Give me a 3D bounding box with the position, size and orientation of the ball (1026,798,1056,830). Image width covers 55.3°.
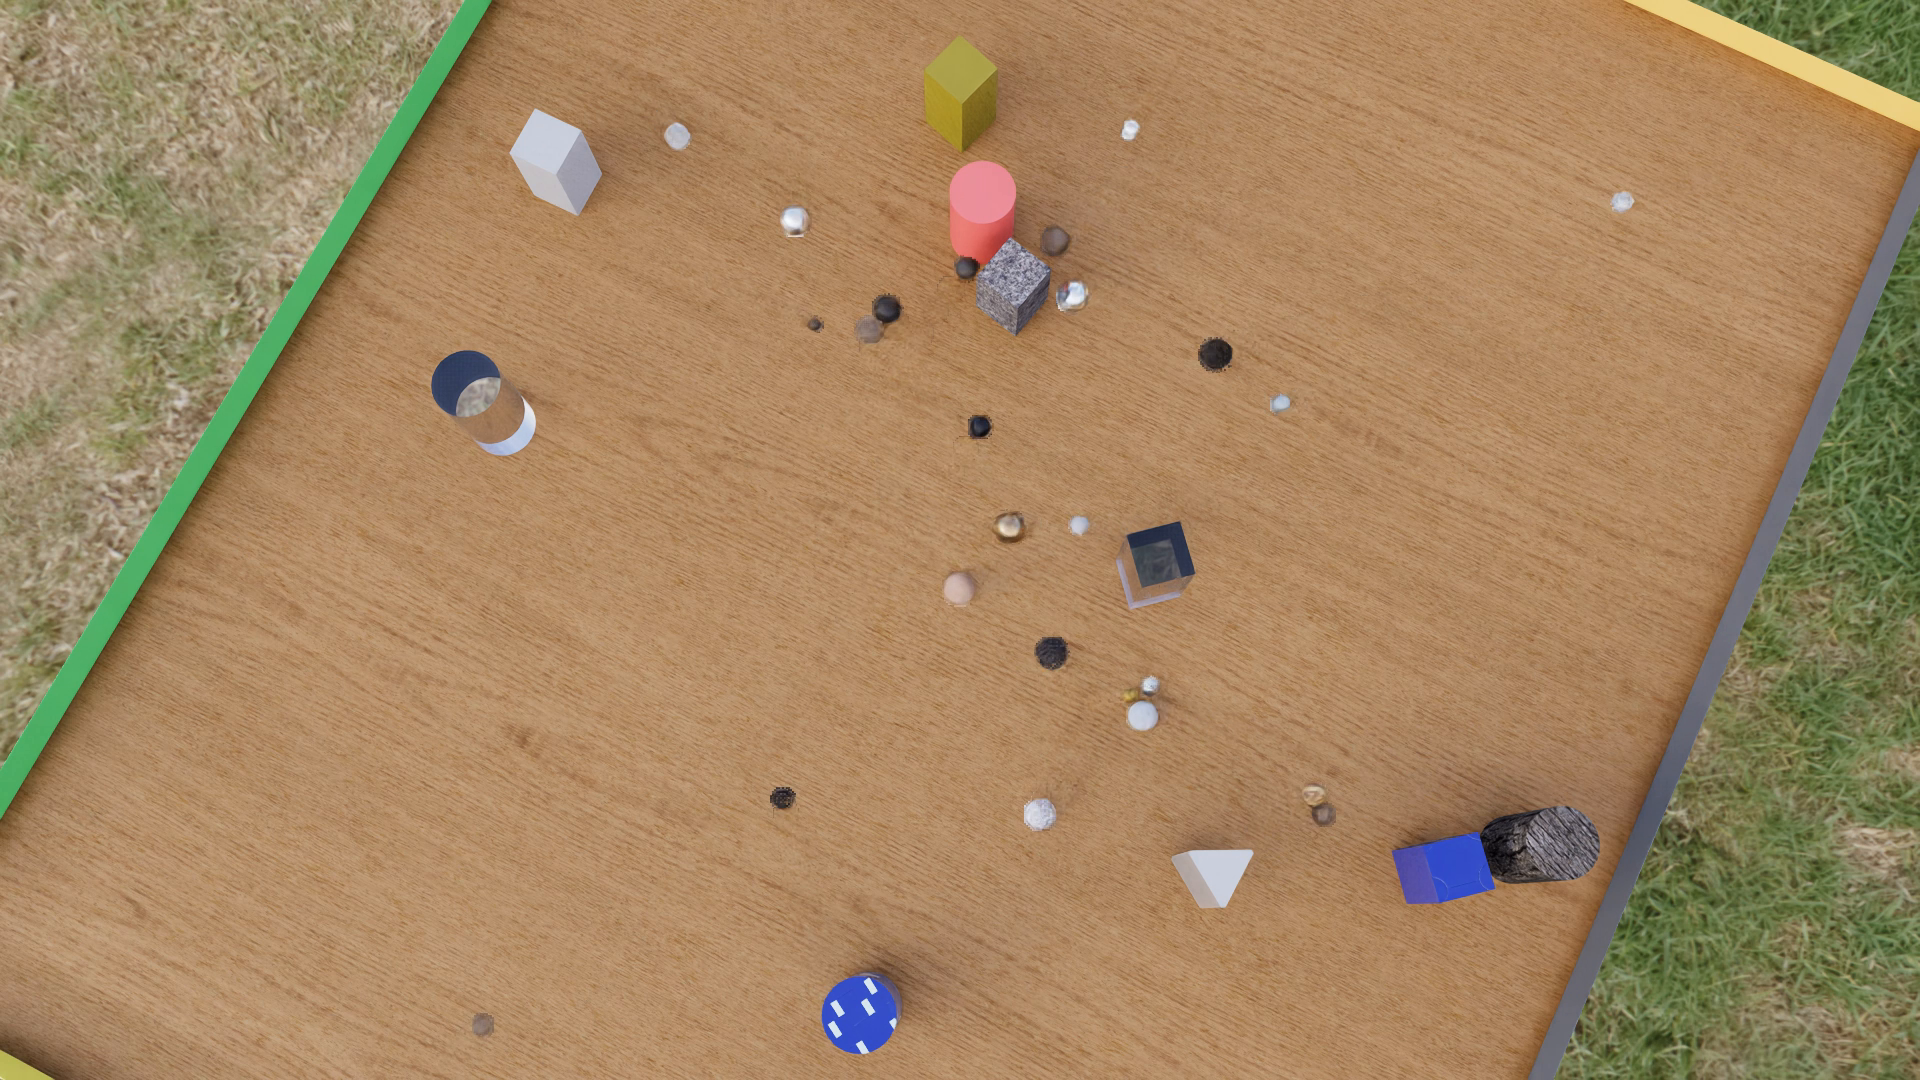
[{"bbox_3d":[0.239,0.807,5.403,0.091,0.091,0.091,0,78,0],"label":"ball"}]

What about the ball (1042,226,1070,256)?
[{"bbox_3d":[0.300,-0.941,5.766,0.089,0.089,0.089,0,78,0],"label":"ball"}]

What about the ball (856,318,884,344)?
[{"bbox_3d":[-0.279,-0.652,5.709,0.083,0.083,0.083,0,78,0],"label":"ball"}]

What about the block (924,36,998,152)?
[{"bbox_3d":[0.003,-1.387,5.718,0.160,0.363,0.160,43,81,8],"label":"block"}]

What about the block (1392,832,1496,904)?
[{"bbox_3d":[1.374,0.939,5.229,0.160,0.378,0.160,-14,79,-3],"label":"block"}]

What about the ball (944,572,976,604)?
[{"bbox_3d":[-0.002,0.146,5.537,0.097,0.097,0.097,0,78,0],"label":"ball"}]

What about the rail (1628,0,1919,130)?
[{"bbox_3d":[1.153,-2.252,6.016,4.391,0.130,0.045,26,80,5],"label":"rail"}]

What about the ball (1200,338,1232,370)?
[{"bbox_3d":[0.796,-0.576,5.686,0.098,0.098,0.098,0,78,0],"label":"ball"}]

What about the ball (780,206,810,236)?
[{"bbox_3d":[-0.520,-1.008,5.777,0.094,0.094,0.094,0,78,0],"label":"ball"}]

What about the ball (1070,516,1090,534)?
[{"bbox_3d":[0.366,-0.046,5.597,0.057,0.057,0.057,0,78,0],"label":"ball"}]

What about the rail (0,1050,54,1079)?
[{"bbox_3d":[-1.153,2.266,5.080,4.391,0.130,0.045,26,80,5],"label":"rail"}]

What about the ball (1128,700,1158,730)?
[{"bbox_3d":[0.546,0.524,5.463,0.089,0.089,0.089,0,78,0],"label":"ball"}]

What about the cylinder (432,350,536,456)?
[{"bbox_3d":[-1.417,-0.404,5.474,0.200,0.443,0.200,0,78,0],"label":"cylinder"}]

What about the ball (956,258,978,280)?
[{"bbox_3d":[0.021,-0.853,5.756,0.071,0.071,0.071,0,78,0],"label":"ball"}]

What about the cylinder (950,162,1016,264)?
[{"bbox_3d":[0.068,-1.004,5.647,0.200,0.347,0.200,0,78,0],"label":"cylinder"}]

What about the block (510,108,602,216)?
[{"bbox_3d":[-1.250,-1.168,5.689,0.160,0.331,0.160,26,79,5],"label":"block"}]

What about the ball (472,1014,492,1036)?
[{"bbox_3d":[-1.381,1.403,5.295,0.060,0.060,0.060,0,78,0],"label":"ball"}]

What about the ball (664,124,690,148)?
[{"bbox_3d":[-0.902,-1.289,5.844,0.078,0.078,0.078,0,78,0],"label":"ball"}]

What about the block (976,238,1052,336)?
[{"bbox_3d":[0.163,-0.776,5.637,0.160,0.275,0.160,39,81,7],"label":"block"}]

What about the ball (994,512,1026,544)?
[{"bbox_3d":[0.150,-0.037,5.574,0.099,0.099,0.099,0,78,0],"label":"ball"}]

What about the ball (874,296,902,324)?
[{"bbox_3d":[-0.226,-0.719,5.721,0.087,0.087,0.087,0,78,0],"label":"ball"}]

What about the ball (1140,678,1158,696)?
[{"bbox_3d":[0.568,0.441,5.497,0.057,0.057,0.057,0,78,0],"label":"ball"}]

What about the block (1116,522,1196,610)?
[{"bbox_3d":[0.573,0.079,5.408,0.160,0.377,0.160,-14,79,-3],"label":"block"}]

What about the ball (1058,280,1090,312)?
[{"bbox_3d":[0.354,-0.762,5.723,0.100,0.100,0.100,0,78,0],"label":"ball"}]

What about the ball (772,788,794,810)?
[{"bbox_3d":[-0.523,0.767,5.426,0.062,0.062,0.062,0,78,0],"label":"ball"}]

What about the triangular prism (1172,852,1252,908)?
[{"bbox_3d":[0.733,0.930,5.197,0.150,0.445,0.173,-30,80,-6],"label":"triangular prism"}]

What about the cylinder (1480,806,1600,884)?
[{"bbox_3d":[1.634,0.869,5.195,0.200,0.474,0.200,0,78,0],"label":"cylinder"}]

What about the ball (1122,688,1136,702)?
[{"bbox_3d":[0.507,0.466,5.499,0.042,0.042,0.042,0,78,0],"label":"ball"}]

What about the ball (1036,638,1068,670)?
[{"bbox_3d":[0.276,0.342,5.496,0.097,0.097,0.097,0,78,0],"label":"ball"}]

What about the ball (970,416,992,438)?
[{"bbox_3d":[0.063,-0.350,5.655,0.067,0.067,0.067,0,78,0],"label":"ball"}]

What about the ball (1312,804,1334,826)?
[{"bbox_3d":[1.075,0.811,5.416,0.064,0.064,0.064,0,78,0],"label":"ball"}]

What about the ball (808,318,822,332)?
[{"bbox_3d":[-0.455,-0.675,5.735,0.043,0.043,0.043,0,78,0],"label":"ball"}]

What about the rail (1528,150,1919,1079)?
[{"bbox_3d":[1.943,0.958,5.351,0.045,0.130,5.206,26,80,5],"label":"rail"}]

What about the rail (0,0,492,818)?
[{"bbox_3d":[-1.943,-0.944,5.745,0.045,0.130,5.206,26,80,5],"label":"rail"}]

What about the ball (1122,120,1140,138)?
[{"bbox_3d":[0.546,-1.313,5.858,0.060,0.060,0.060,0,78,0],"label":"ball"}]

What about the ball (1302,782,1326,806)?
[{"bbox_3d":[1.045,0.751,5.413,0.068,0.068,0.068,0,78,0],"label":"ball"}]

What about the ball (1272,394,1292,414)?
[{"bbox_3d":[0.995,-0.421,5.674,0.059,0.059,0.059,0,78,0],"label":"ball"}]

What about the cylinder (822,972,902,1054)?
[{"bbox_3d":[-0.268,1.311,5.102,0.200,0.477,0.200,0,78,0],"label":"cylinder"}]

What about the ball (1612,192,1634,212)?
[{"bbox_3d":[2.100,-1.072,5.806,0.063,0.063,0.063,0,78,0],"label":"ball"}]
